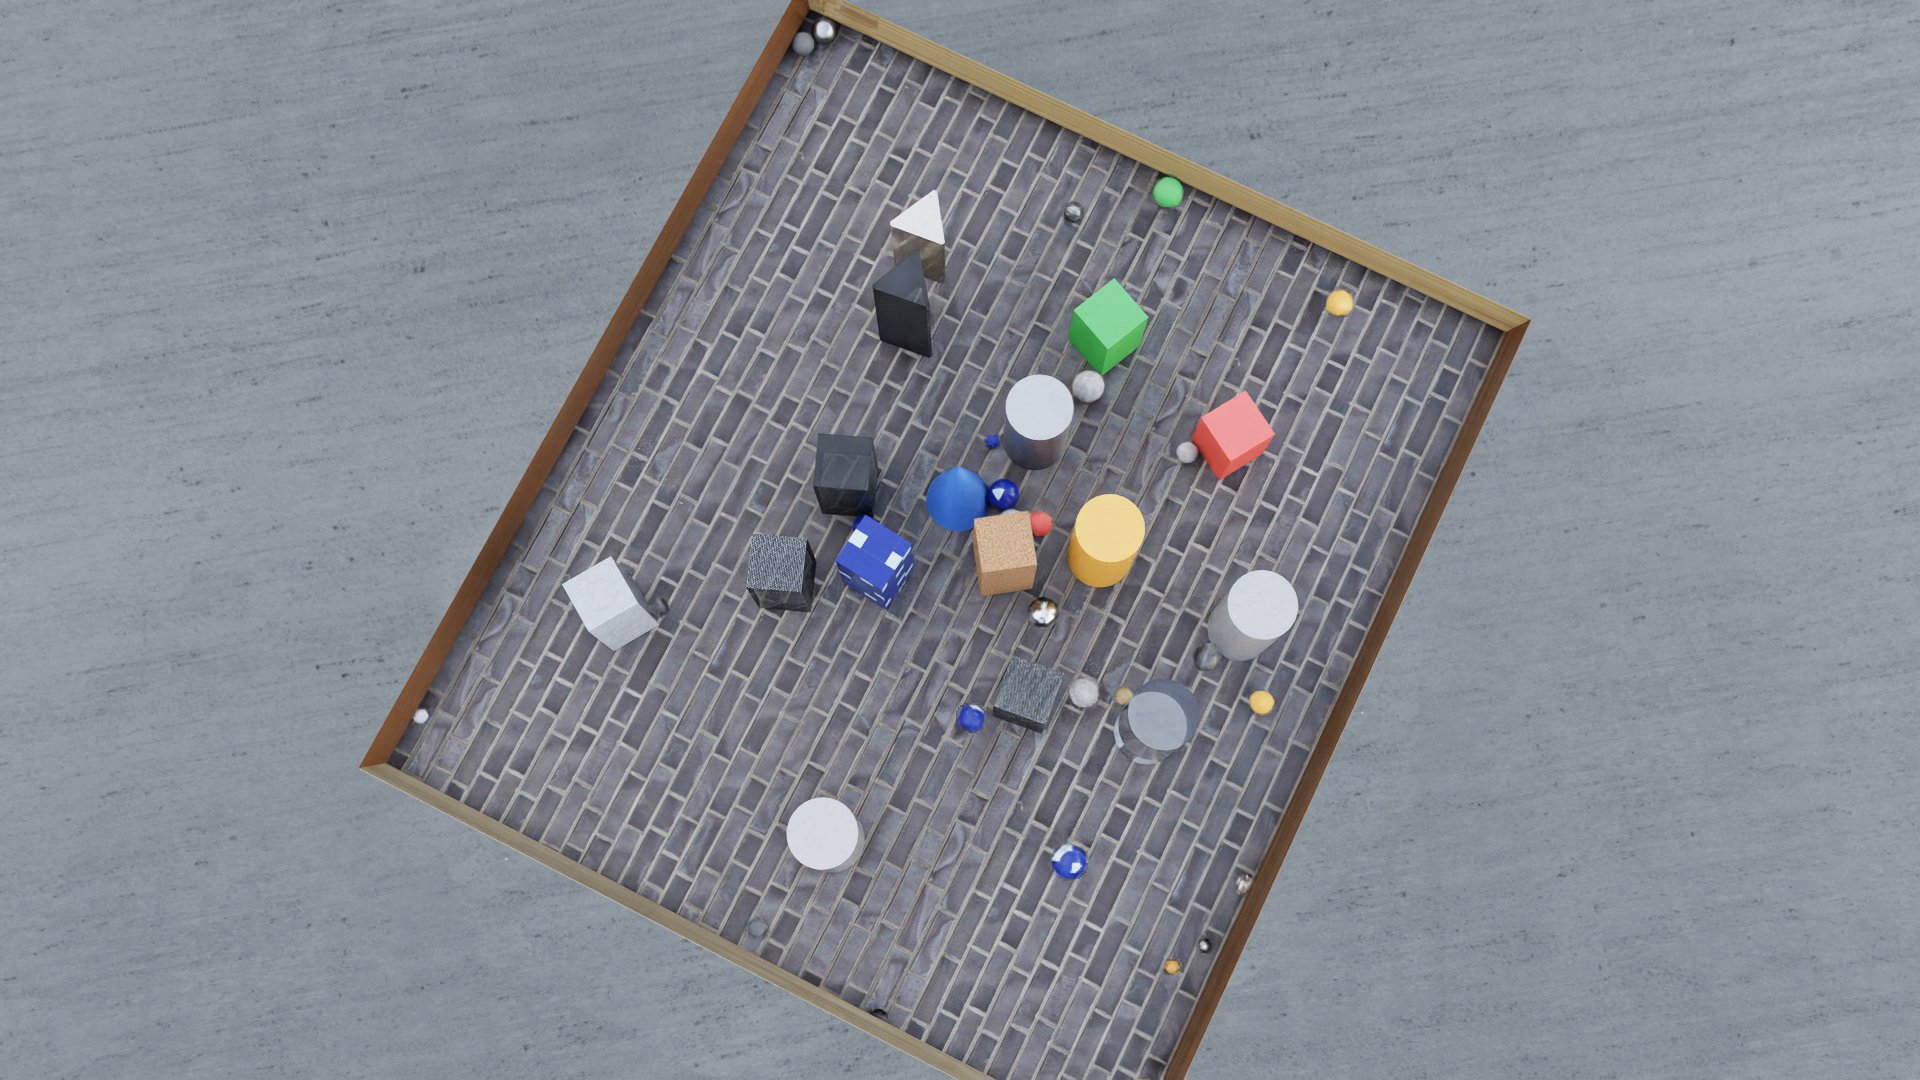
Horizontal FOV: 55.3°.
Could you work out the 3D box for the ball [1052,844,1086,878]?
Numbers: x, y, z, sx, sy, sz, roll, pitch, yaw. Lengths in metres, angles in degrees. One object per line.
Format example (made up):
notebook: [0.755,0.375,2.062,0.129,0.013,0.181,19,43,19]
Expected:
ball: [0.320,0.943,5.371,0.099,0.099,0.099,0,78,0]

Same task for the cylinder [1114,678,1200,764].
cylinder: [0.561,0.527,5.268,0.198,0.470,0.198,0,78,0]

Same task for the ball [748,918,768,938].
ball: [-0.591,1.134,5.353,0.057,0.057,0.057,0,78,0]

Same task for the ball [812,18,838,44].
ball: [-0.437,-1.642,5.913,0.086,0.086,0.086,0,78,0]

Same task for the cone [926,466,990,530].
cone: [-0.005,-0.168,5.431,0.198,0.432,0.198,0,78,0]

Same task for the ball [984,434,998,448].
ball: [0.098,-0.304,5.658,0.043,0.043,0.043,0,78,0]

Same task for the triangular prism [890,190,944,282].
triangular prism: [-0.101,-0.943,5.635,0.171,0.346,0.148,21,79,4]

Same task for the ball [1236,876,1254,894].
ball: [0.837,1.013,5.378,0.056,0.056,0.056,0,78,0]

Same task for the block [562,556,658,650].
block: [-1.021,0.191,5.382,0.158,0.382,0.158,-30,80,-6]

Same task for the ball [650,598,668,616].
ball: [-0.909,0.205,5.546,0.054,0.054,0.054,0,78,0]

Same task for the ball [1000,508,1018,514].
ball: [0.156,-0.051,5.583,0.088,0.088,0.088,0,78,0]

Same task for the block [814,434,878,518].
block: [-0.338,-0.189,5.469,0.158,0.366,0.158,4,78,1]

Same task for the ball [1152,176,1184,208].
ball: [0.657,-1.100,5.795,0.096,0.096,0.096,0,78,0]

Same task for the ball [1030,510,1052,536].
ball: [0.244,-0.051,5.589,0.075,0.075,0.075,0,78,0]

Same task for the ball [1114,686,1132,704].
ball: [0.490,0.467,5.492,0.054,0.054,0.054,0,78,0]

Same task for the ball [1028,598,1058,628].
ball: [0.251,0.220,5.522,0.095,0.095,0.095,0,78,0]

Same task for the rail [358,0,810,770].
rail: [-1.110,-0.536,5.661,0.045,0.129,2.800,26,80,5]

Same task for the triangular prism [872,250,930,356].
triangular prism: [-0.147,-0.720,5.517,0.171,0.487,0.148,19,79,4]

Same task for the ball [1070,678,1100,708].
ball: [0.372,0.458,5.477,0.087,0.087,0.087,0,78,0]

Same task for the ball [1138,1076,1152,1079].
ball: [0.531,1.577,5.252,0.074,0.074,0.074,0,78,0]

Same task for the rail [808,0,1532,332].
rail: [0.616,-1.199,5.798,2.528,0.129,0.045,26,80,5]

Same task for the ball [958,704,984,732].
ball: [0.035,0.530,5.466,0.079,0.079,0.079,0,78,0]

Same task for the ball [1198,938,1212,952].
ball: [0.715,1.184,5.350,0.042,0.042,0.042,0,78,0]

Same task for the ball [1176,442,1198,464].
ball: [0.701,-0.269,5.639,0.066,0.066,0.066,0,78,0]

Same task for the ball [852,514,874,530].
ball: [-0.290,-0.041,5.586,0.076,0.076,0.076,0,78,0]

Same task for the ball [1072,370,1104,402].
ball: [0.397,-0.474,5.665,0.098,0.098,0.098,0,78,0]

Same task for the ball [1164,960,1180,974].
ball: [0.618,1.243,5.338,0.042,0.042,0.042,0,78,0]

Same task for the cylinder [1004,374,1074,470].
cylinder: [0.232,-0.349,5.503,0.198,0.364,0.198,0,78,0]

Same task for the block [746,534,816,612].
block: [-0.524,0.101,5.415,0.158,0.354,0.158,5,78,1]

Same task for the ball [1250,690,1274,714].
ball: [0.901,0.485,5.479,0.072,0.072,0.072,0,78,0]

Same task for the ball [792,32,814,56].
ball: [-0.506,-1.601,5.910,0.075,0.075,0.075,0,78,0]

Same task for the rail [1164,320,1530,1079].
rail: [1.110,0.550,5.436,0.045,0.129,2.800,26,80,5]

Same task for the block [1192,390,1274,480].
block: [0.826,-0.315,5.559,0.158,0.241,0.158,-31,80,-6]

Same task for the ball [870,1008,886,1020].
ball: [-0.237,1.380,5.307,0.047,0.047,0.047,0,78,0]

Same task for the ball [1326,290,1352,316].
ball: [1.185,-0.741,5.729,0.081,0.081,0.081,0,78,0]

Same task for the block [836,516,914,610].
block: [-0.247,0.070,5.420,0.158,0.356,0.158,32,80,6]

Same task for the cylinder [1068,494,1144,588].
cylinder: [0.427,0.007,5.409,0.198,0.403,0.198,0,78,0]

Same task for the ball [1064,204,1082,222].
ball: [0.357,-1.035,5.801,0.059,0.059,0.059,0,78,0]

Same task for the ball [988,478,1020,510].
ball: [0.133,-0.139,5.596,0.096,0.096,0.096,0,78,0]

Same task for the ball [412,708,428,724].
ball: [-1.616,0.527,5.484,0.046,0.046,0.046,0,78,0]

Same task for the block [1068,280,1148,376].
block: [0.451,-0.647,5.607,0.158,0.280,0.158,-39,81,-7]

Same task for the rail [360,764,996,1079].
rail: [-0.616,1.212,5.299,2.528,0.129,0.045,26,80,5]

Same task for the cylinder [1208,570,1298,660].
cylinder: [0.849,0.225,5.349,0.198,0.433,0.198,0,78,0]

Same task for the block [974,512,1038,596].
block: [0.130,0.044,5.409,0.158,0.389,0.158,-8,78,-2]

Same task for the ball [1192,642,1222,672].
ball: [0.742,0.352,5.500,0.086,0.086,0.086,0,78,0]

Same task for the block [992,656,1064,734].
block: [0.198,0.457,5.391,0.158,0.257,0.158,20,79,4]

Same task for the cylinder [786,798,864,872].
cylinder: [-0.381,0.849,5.254,0.198,0.367,0.198,0,78,0]
